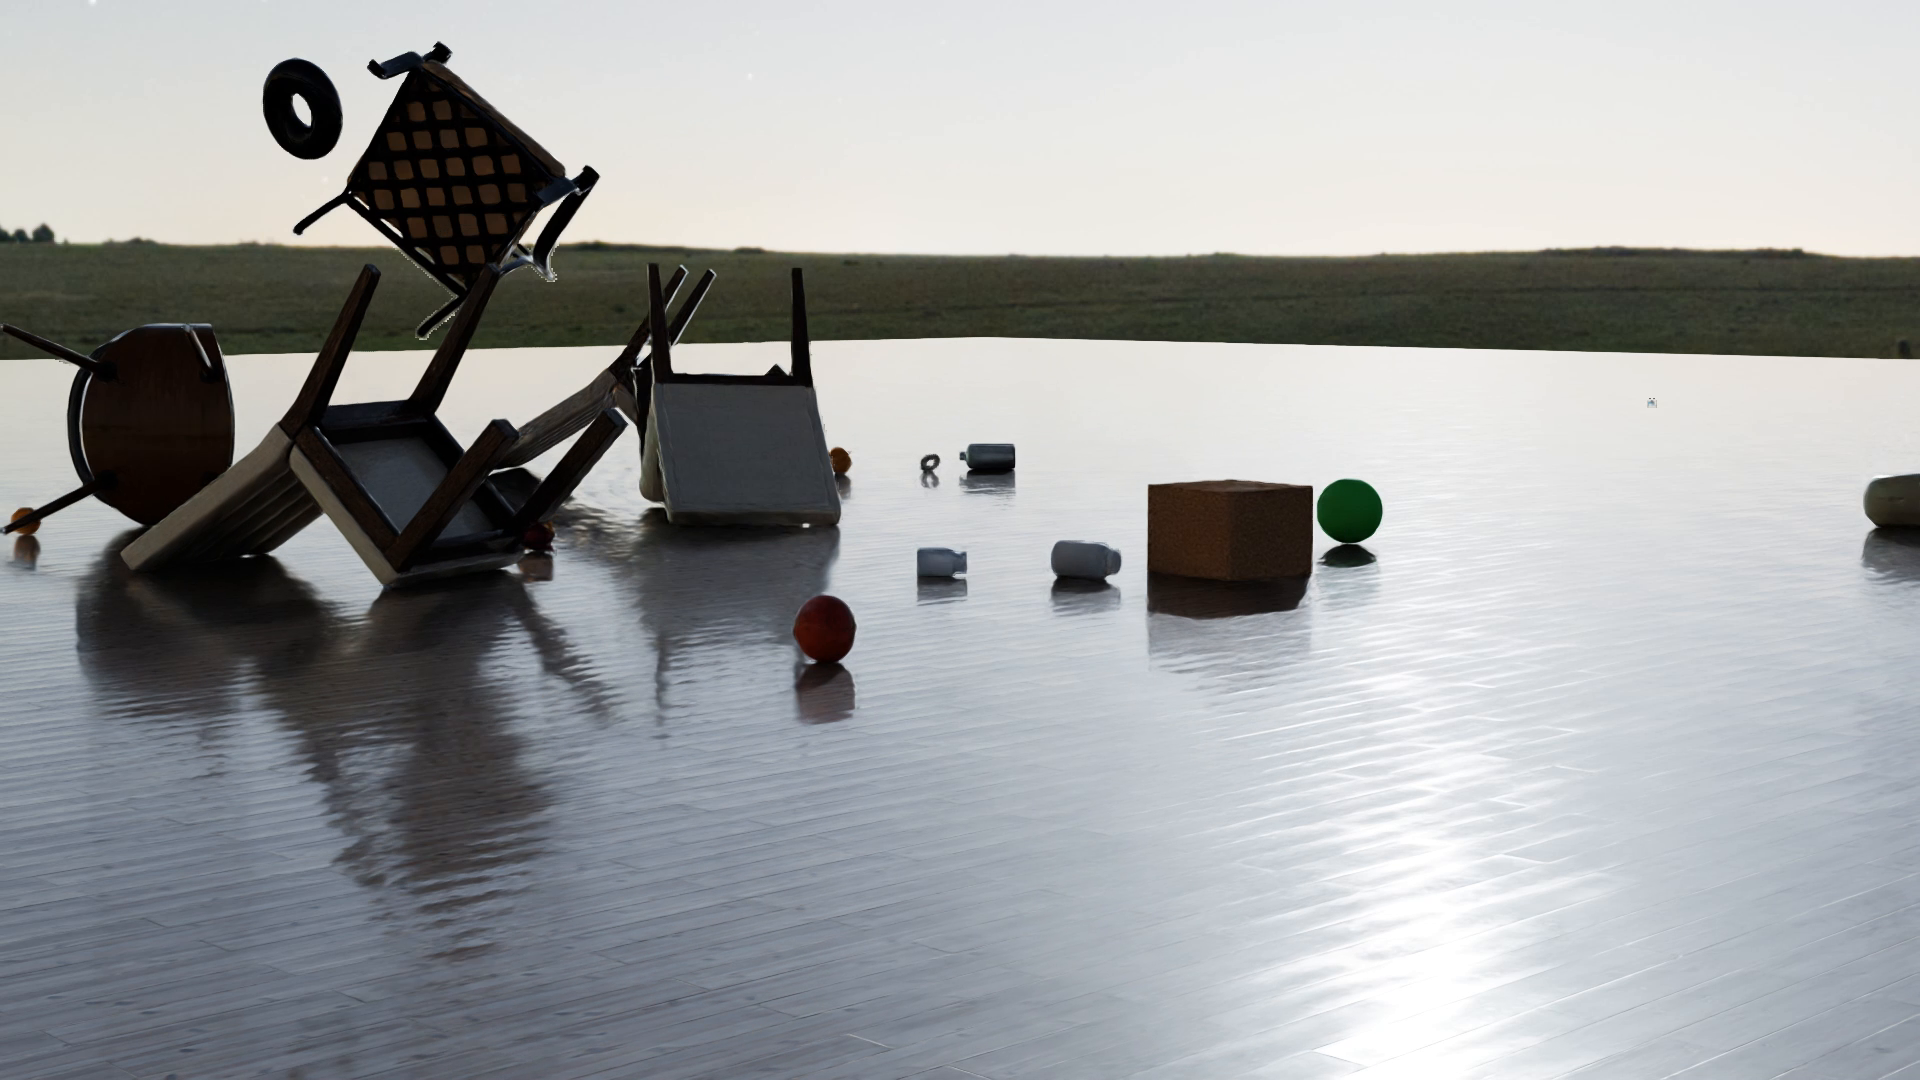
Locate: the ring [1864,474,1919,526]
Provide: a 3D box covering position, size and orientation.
[{"bbox_3d":[2.509,-0.107,6.727,0.262,0.133,0.330,-2,0,38],"label":"ring"}]

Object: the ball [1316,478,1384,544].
[{"bbox_3d":[0.960,-0.072,6.318,0.163,0.163,0.163,0,6,0],"label":"ball"}]

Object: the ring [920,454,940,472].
[{"bbox_3d":[-0.101,-0.262,8.669,0.076,0.057,0.018,-36,-6,-18],"label":"ring"}]

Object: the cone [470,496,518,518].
[{"bbox_3d":[-1.277,-0.076,7.009,0.127,0.070,0.052,4,-30,-15],"label":"cone"}]

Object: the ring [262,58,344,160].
[{"bbox_3d":[-1.278,-0.837,4.989,0.173,0.208,0.064,18,36,16],"label":"ring"}]

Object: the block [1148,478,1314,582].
[{"bbox_3d":[0.600,-0.025,5.708,0.255,0.194,0.262,-5,8,-38],"label":"block"}]
